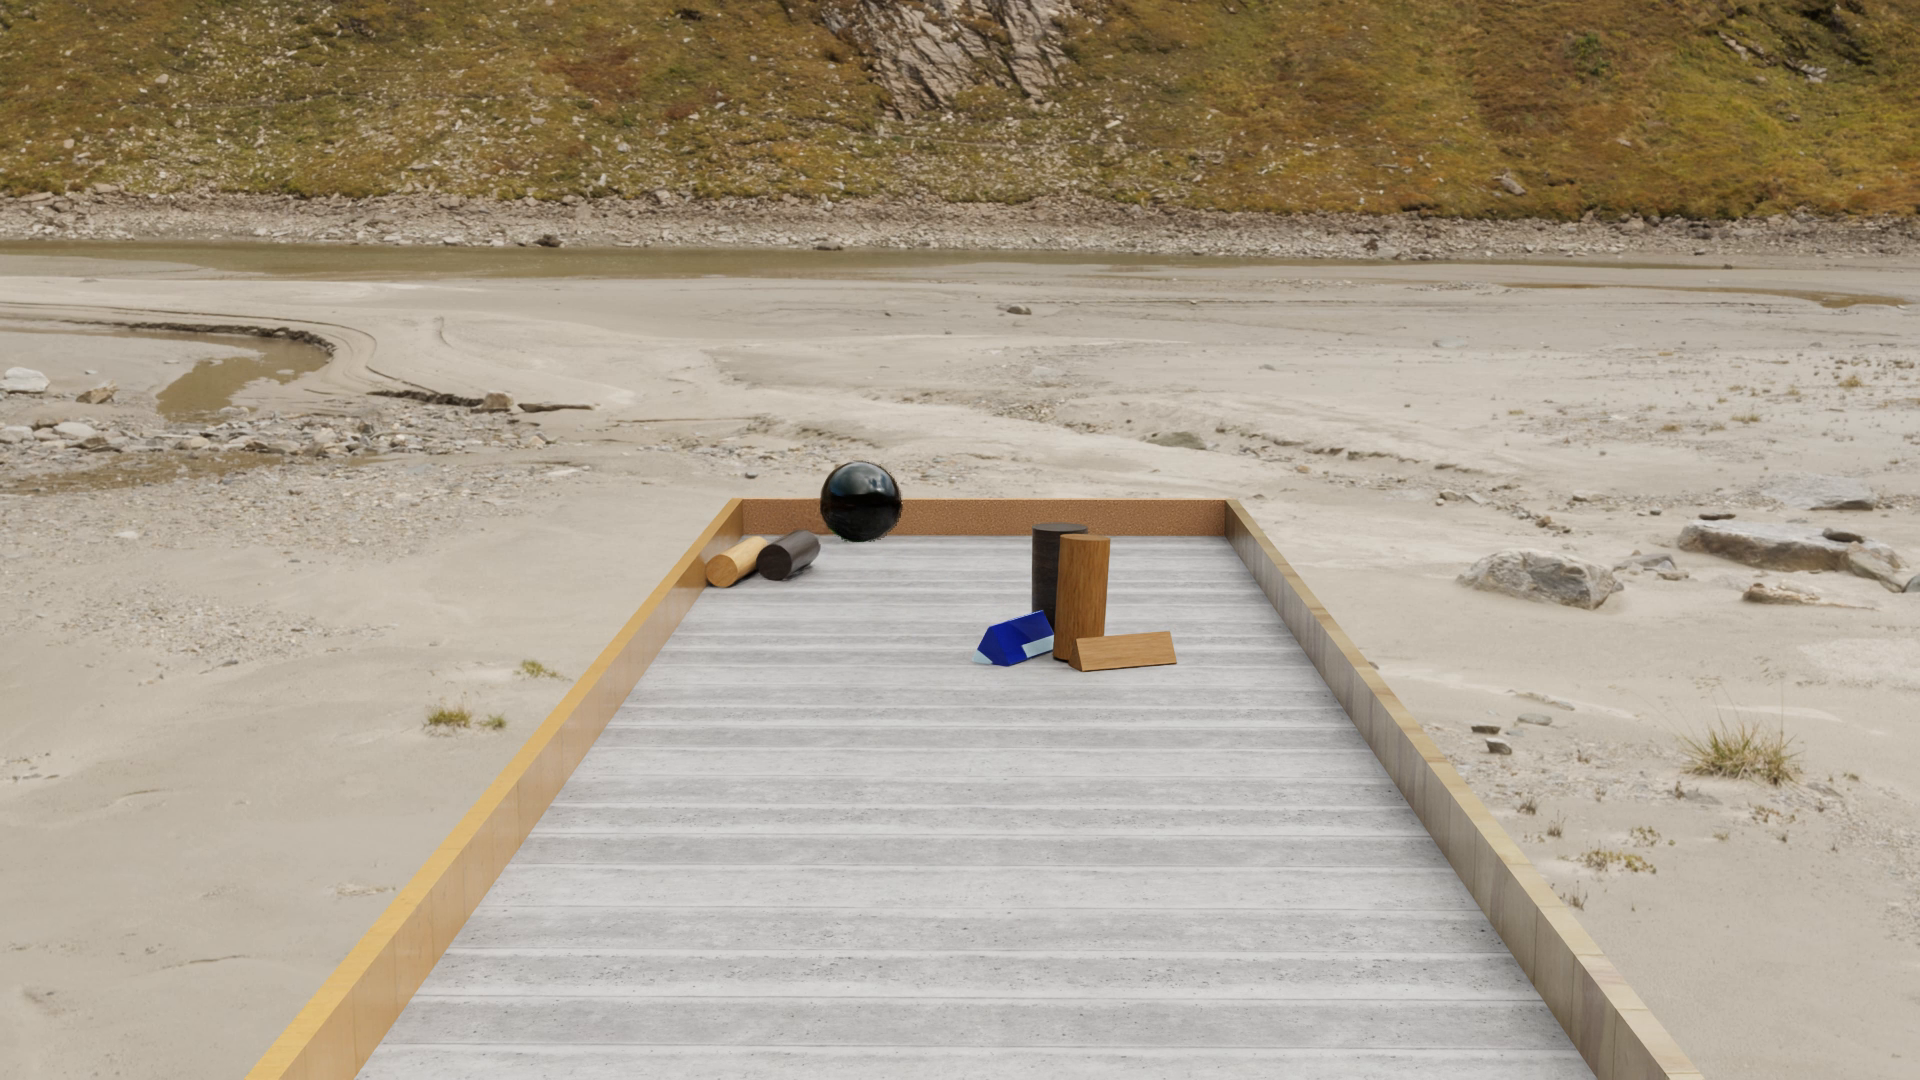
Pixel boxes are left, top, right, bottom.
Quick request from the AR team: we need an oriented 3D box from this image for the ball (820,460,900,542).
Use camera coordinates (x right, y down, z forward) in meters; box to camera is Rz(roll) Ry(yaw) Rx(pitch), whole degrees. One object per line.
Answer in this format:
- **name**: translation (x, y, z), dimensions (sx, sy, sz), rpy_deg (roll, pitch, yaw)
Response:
- **ball**: translation (-0.406, -0.157, 8.944), dimensions (0.330, 0.330, 0.330), rpy_deg (0, 9, 0)

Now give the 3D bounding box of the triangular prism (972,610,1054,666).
- **triangular prism**: translation (0.174, 0.296, 6.757), dimensions (0.133, 0.115, 0.303), rpy_deg (5, 10, 33)

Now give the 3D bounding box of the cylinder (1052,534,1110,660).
- **cylinder**: translation (0.370, 0.174, 6.702), dimensions (0.153, 0.369, 0.153), rpy_deg (3, 7, 0)

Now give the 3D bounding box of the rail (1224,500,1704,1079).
- **rail**: translation (1.046, 0.843, 3.208), dimensions (0.050, 0.150, 12.000), rpy_deg (0, 9, 1)

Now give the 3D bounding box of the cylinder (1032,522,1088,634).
- **cylinder**: translation (0.318, 0.134, 7.028), dimensions (0.178, 0.356, 0.178), rpy_deg (0, 9, 0)

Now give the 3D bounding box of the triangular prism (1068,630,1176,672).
- **triangular prism**: translation (0.491, 0.329, 6.625), dimensions (0.313, 0.091, 0.105), rpy_deg (-4, 10, -21)

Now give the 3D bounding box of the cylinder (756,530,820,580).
- **cylinder**: translation (-0.640, 0.056, 8.227), dimensions (0.135, 0.135, 0.371), rpy_deg (2, 9, 12)

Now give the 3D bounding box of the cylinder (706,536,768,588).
- **cylinder**: translation (-0.816, 0.078, 8.133), dimensions (0.120, 0.120, 0.438), rpy_deg (2, 9, 11)

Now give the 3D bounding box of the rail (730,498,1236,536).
- **rail**: translation (0.099, -0.098, 9.147), dimensions (2.100, 0.150, 0.050), rpy_deg (0, 9, 1)

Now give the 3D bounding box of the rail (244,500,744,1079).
- **rail**: translation (-1.004, 0.839, 3.234), dimensions (0.050, 0.150, 12.000), rpy_deg (0, 9, 1)
